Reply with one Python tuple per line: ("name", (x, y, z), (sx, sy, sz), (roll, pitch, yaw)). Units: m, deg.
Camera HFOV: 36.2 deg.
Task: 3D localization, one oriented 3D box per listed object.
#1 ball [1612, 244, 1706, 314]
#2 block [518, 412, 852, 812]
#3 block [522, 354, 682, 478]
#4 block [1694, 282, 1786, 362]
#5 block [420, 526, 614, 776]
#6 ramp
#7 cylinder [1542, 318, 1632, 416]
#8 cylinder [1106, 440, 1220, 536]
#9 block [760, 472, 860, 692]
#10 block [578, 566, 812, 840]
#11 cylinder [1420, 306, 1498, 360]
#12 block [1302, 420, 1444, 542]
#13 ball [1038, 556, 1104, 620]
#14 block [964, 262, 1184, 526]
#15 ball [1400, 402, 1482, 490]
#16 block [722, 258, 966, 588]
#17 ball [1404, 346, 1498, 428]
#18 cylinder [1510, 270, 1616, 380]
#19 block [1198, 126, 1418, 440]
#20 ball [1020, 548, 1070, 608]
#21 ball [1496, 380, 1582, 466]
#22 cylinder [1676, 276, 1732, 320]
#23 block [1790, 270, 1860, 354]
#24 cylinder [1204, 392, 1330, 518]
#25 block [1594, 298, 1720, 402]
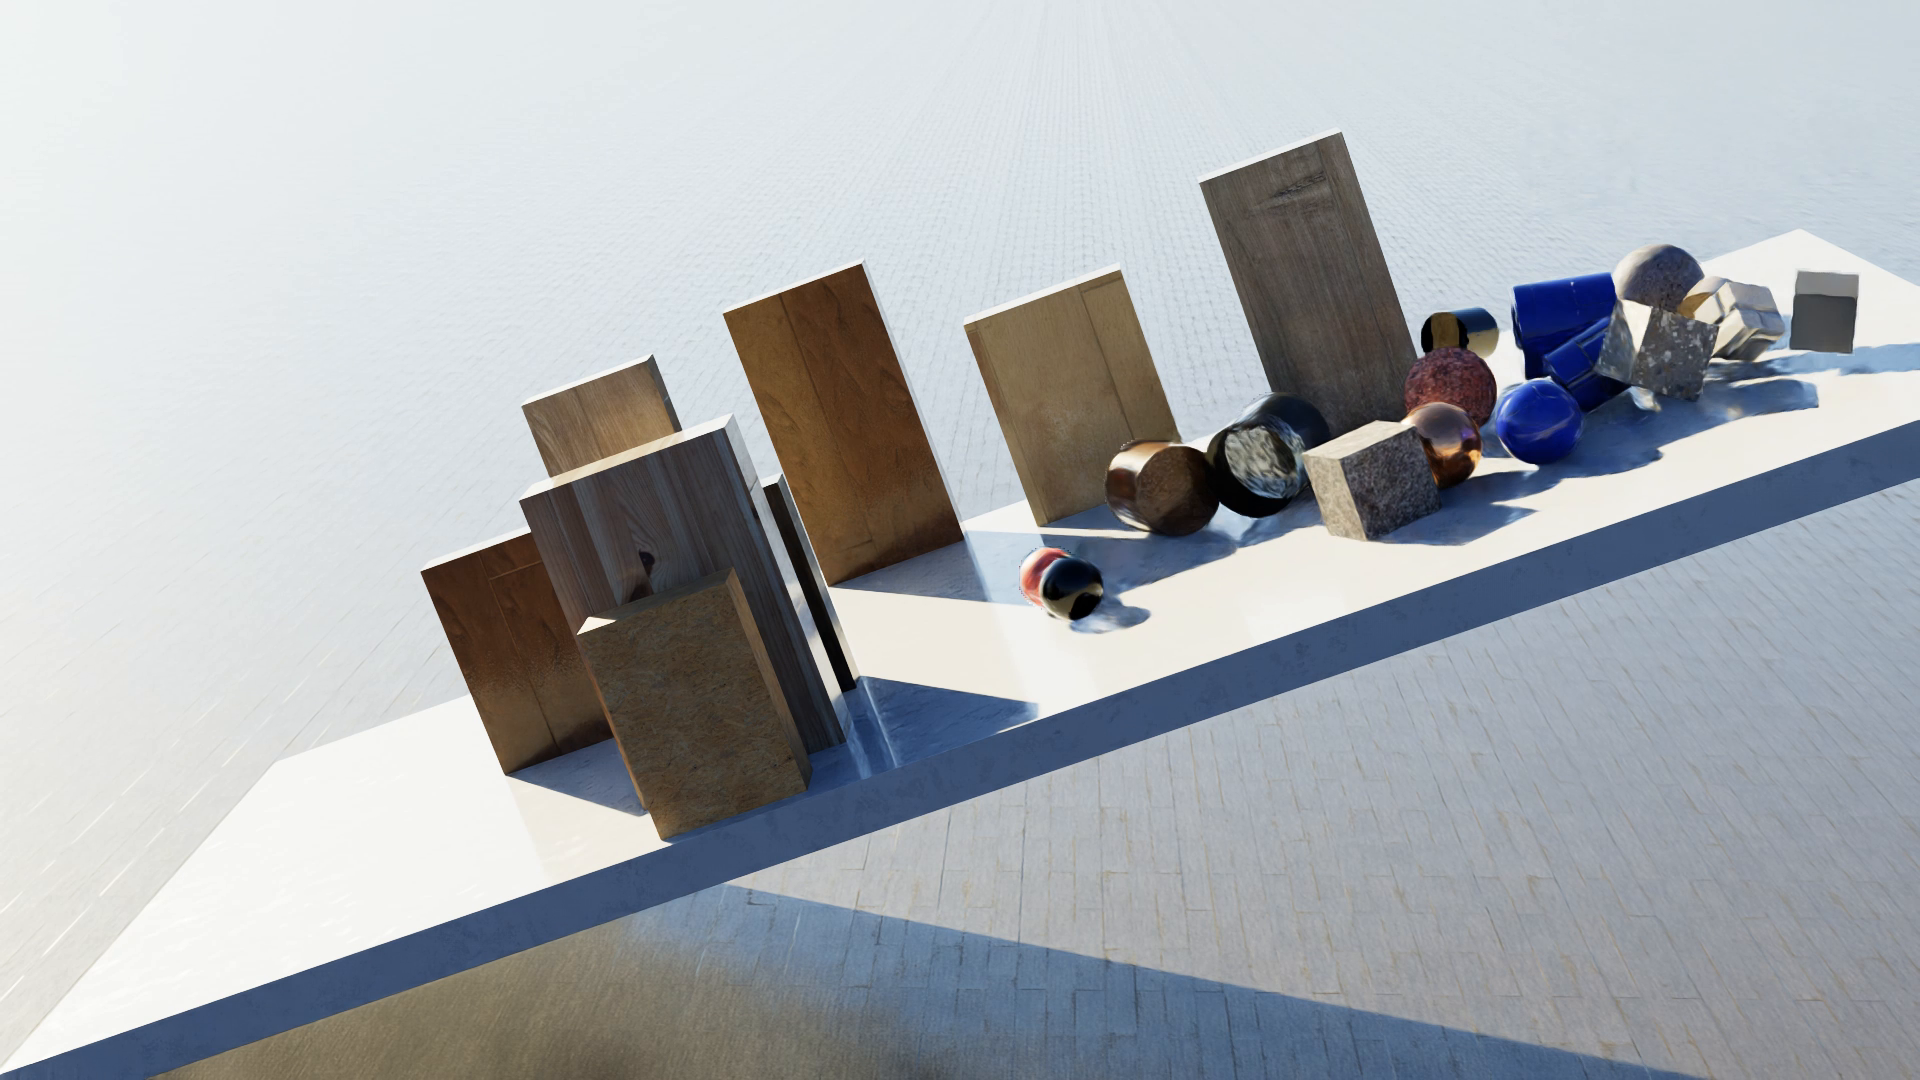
("ball", (1.523, -0.543, 6.417), (0.207, 0.207, 0.207), (0, 13, 0))
("block", (-0.523, 0.140, 5.672), (0.419, 0.652, 0.149), (-19, 11, 6))
("block", (-0.631, 0.025, 6.095), (0.277, 0.771, 0.090), (-19, 11, 6))
("block", (1.565, -0.437, 5.901), (0.110, 0.110, 0.110), (4, -33, -27))
("block", (-0.940, 0.232, 6.398), (0.287, 0.486, 0.101), (-19, 11, 6))
("ramp", (0.115, 0.177, 6.298), (4.000, 0.100, 2.000), (-19, 11, 6))
("cylinder", (1.293, -0.352, 6.004), (0.149, 0.149, 0.149), (-32, 13, 4))
("cylinder", (0.438, -0.113, 6.339), (0.195, 0.195, 0.195), (-4, 7, -16))
("block", (-0.485, 0.151, 6.051), (0.421, 0.457, 0.101), (-19, 11, 6))
("block", (-0.486, 0.302, 5.442), (0.290, 0.418, 0.128), (-19, 11, 6))
("cylinder", (1.117, -0.454, 6.573), (0.125, 0.125, 0.125), (11, 16, 41))
("block", (0.806, -0.116, 5.757), (0.174, 0.174, 0.174), (-24, 12, -15))
("ball", (0.223, 0.096, 5.899), (0.130, 0.130, 0.130), (0, 13, 0))
("block", (0.277, -0.339, 6.883), (0.385, 0.508, 0.122), (-19, 11, 6))
("ball", (0.948, -0.186, 5.837), (0.174, 0.174, 0.174), (0, 13, 0))
("block", (-0.273, -0.280, 7.061), (0.353, 0.708, 0.103), (-19, 11, 6))
("ball", (1.036, -0.311, 6.216), (0.195, 0.195, 0.195), (0, 13, 0))
("cylinder", (1.278, -0.452, 6.203), (0.204, 0.204, 0.204), (-8, 12, 7))
("block", (0.797, -0.552, 6.581), (0.330, 0.659, 0.117), (-19, 11, 6))
("ball", (0.186, 0.078, 6.064), (0.124, 0.124, 0.124), (0, 13, 0))
("ball", (1.129, -0.228, 5.736), (0.166, 0.166, 0.166), (0, 13, 0))
("cylinder", (1.582, -0.476, 6.196), (0.129, 0.129, 0.129), (6, 22, 23))
("block", (1.673, -0.441, 5.693), (0.117, 0.117, 0.117), (6, 28, 16))
("cylinder", (0.654, -0.181, 6.239), (0.210, 0.210, 0.210), (6, 23, 26))
("block", (1.381, -0.378, 5.832), (0.154, 0.154, 0.154), (13, 9, -16))
